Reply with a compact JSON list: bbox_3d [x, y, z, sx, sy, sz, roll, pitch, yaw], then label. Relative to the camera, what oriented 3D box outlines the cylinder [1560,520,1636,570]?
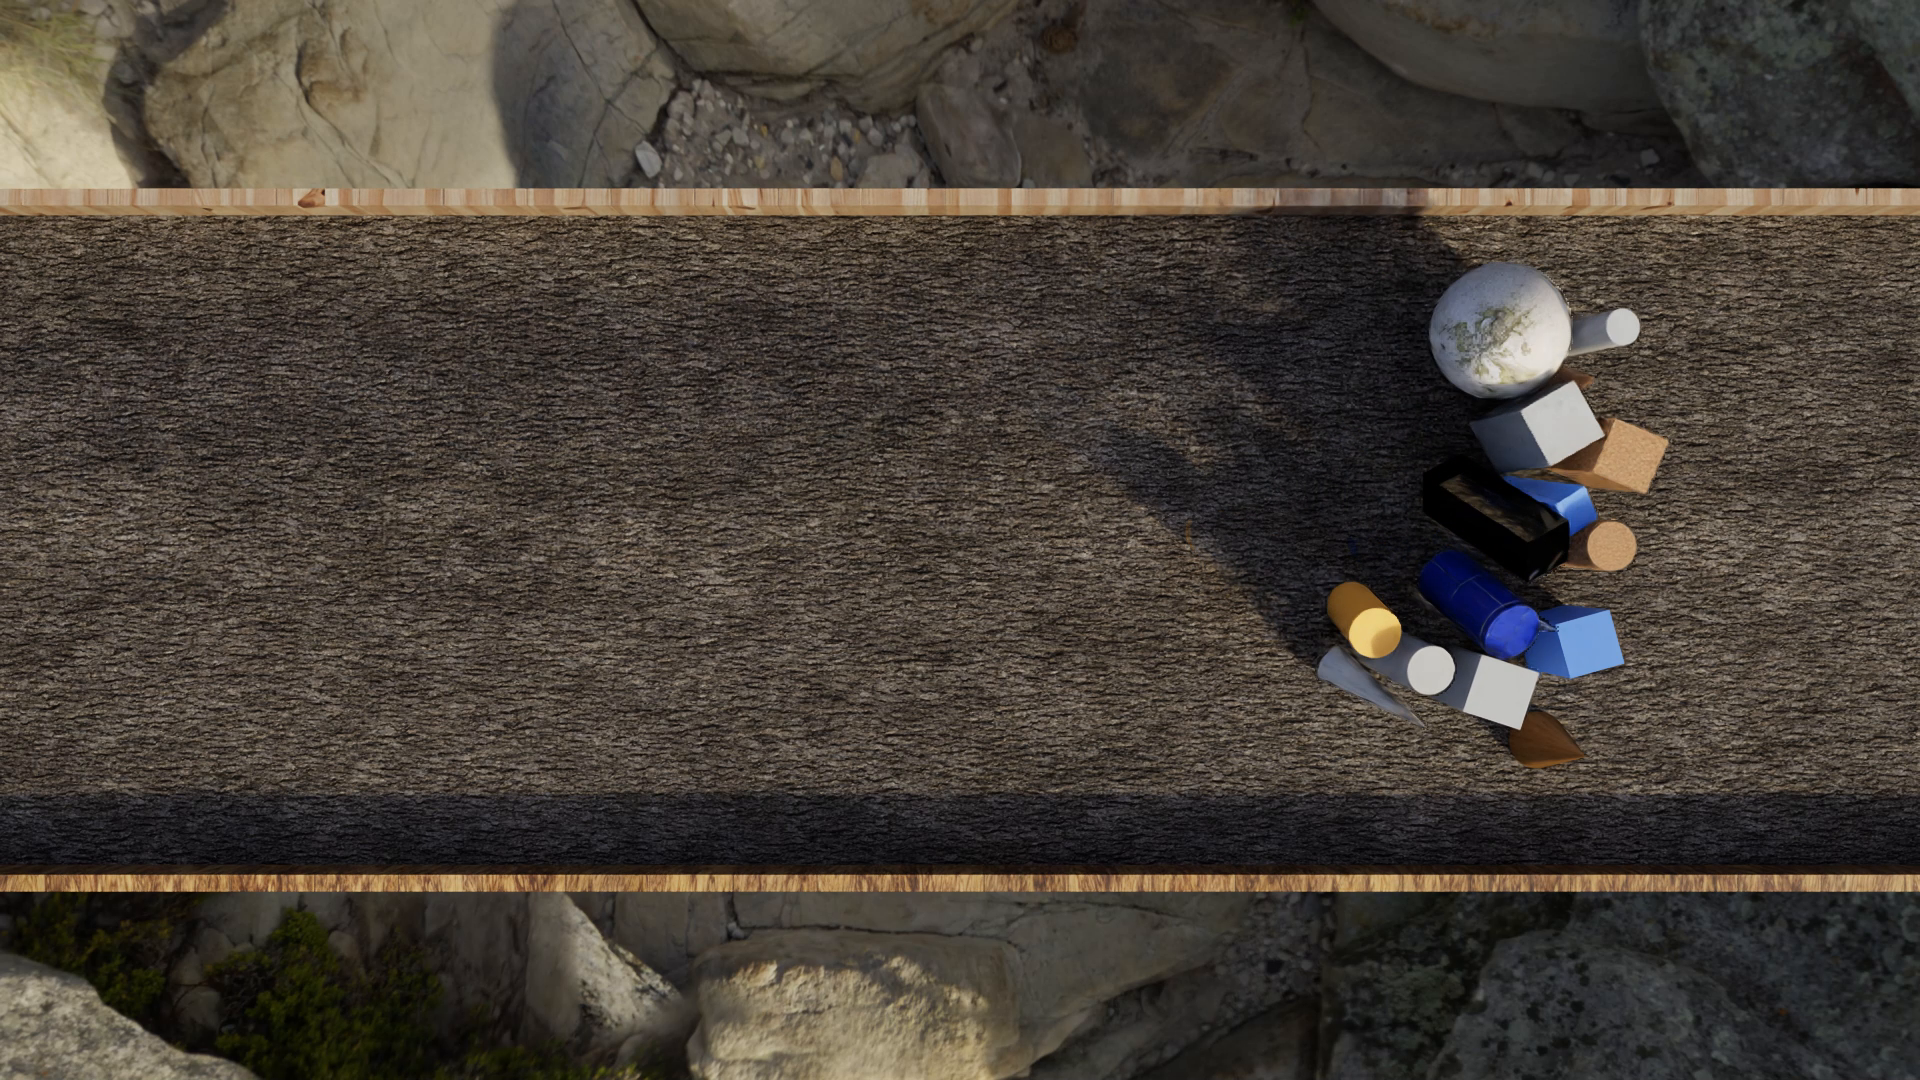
[{"bbox_3d":[1.828,0.011,4.862,0.141,0.422,0.141,0,92,-3],"label":"cylinder"}]

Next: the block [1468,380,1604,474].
[{"bbox_3d":[1.693,-0.328,4.866,0.180,0.411,0.180,-29,91,-3],"label":"block"}]

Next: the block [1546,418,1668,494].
[{"bbox_3d":[1.899,-0.253,4.871,0.164,0.396,0.164,22,94,-2],"label":"block"}]

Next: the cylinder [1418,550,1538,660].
[{"bbox_3d":[1.530,0.188,4.883,0.179,0.347,0.179,-9,120,-16],"label":"cylinder"}]

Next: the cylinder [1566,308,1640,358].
[{"bbox_3d":[1.818,-0.597,4.847,0.103,0.447,0.103,0,90,-11],"label":"cylinder"}]

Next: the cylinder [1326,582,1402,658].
[{"bbox_3d":[1.194,0.234,4.892,0.148,0.346,0.148,0,101,1],"label":"cylinder"}]

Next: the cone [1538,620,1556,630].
[{"bbox_3d":[1.657,0.234,4.885,0.119,0.362,0.119,-3,99,-18],"label":"cone"}]

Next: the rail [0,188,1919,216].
[{"bbox_3d":[-2.247,-1.025,5.002,12.000,0.150,0.050,0,90,0],"label":"rail"}]

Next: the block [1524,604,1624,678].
[{"bbox_3d":[1.805,0.298,4.901,0.160,0.350,0.160,-16,90,0],"label":"block"}]

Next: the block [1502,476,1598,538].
[{"bbox_3d":[1.703,-0.102,4.875,0.108,0.374,0.108,-31,104,-12],"label":"block"}]

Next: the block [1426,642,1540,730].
[{"bbox_3d":[1.539,0.426,4.881,0.172,0.385,0.172,18,92,0],"label":"block"}]

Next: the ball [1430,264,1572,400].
[{"bbox_3d":[1.573,-0.606,4.808,0.394,0.394,0.394,0,90,0],"label":"ball"}]

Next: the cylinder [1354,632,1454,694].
[{"bbox_3d":[1.308,0.347,4.875,0.142,0.382,0.142,-1,97,-9],"label":"cylinder"}]

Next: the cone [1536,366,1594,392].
[{"bbox_3d":[1.808,-0.463,4.887,0.162,0.375,0.162,0,90,-1],"label":"cone"}]

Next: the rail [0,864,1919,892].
[{"bbox_3d":[-2.247,1.025,5.001,12.000,0.150,0.050,0,90,0],"label":"rail"}]

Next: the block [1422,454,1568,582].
[{"bbox_3d":[1.568,-0.070,4.846,0.148,0.441,0.148,-26,129,-15],"label":"block"}]

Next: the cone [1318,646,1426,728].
[{"bbox_3d":[1.247,0.461,4.919,0.373,0.114,0.114,37,90,37],"label":"cone"}]

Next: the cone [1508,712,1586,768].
[{"bbox_3d":[1.777,0.615,4.877,0.176,0.398,0.176,0,90,0],"label":"cone"}]
